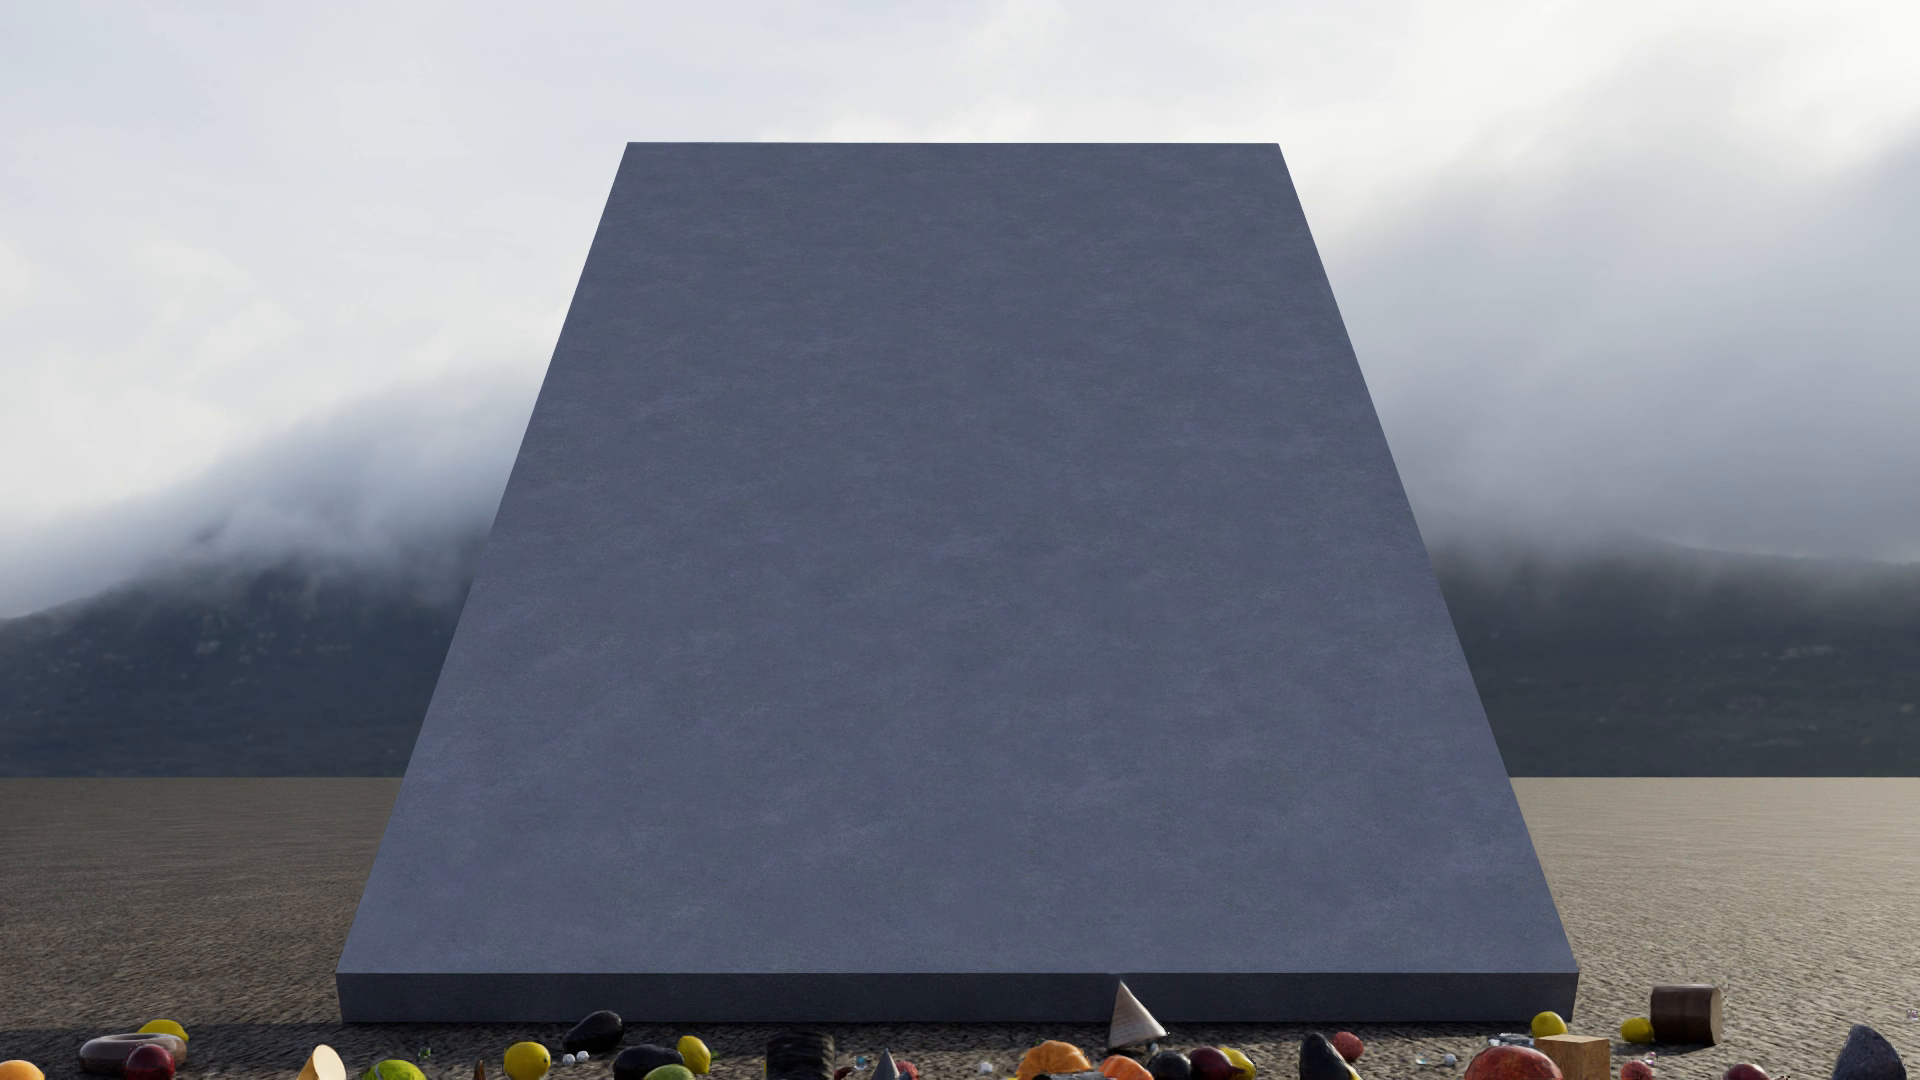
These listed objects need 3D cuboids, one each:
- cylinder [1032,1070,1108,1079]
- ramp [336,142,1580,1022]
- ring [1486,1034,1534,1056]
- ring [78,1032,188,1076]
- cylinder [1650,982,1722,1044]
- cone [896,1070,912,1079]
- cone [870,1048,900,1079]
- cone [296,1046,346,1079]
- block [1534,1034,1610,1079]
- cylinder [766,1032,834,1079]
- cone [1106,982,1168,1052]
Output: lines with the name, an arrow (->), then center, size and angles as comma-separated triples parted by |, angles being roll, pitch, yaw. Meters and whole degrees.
cylinder -> 0.122, 0.627, 2.658 | 0.073, 0.073, 0.073 | 4, -7, -36
ramp -> -0.012, -0.219, 5.629 | 2.000, 0.100, 4.000 | 0, 29, 0
ring -> 0.800, 0.728, 3.457 | 0.078, 0.026, 0.078 | 1, -6, 0
ring -> -1.122, 0.698, 3.252 | 0.141, 0.047, 0.141 | -1, -6, 0
cylinder -> 1.090, 0.710, 3.594 | 0.088, 0.088, 0.088 | -3, -6, 29
cone -> -0.078, 0.677, 2.911 | 0.050, 0.050, 0.050 | -26, 1, -14
cone -> -0.091, 0.659, 2.953 | 0.067, 0.067, 0.067 | 0, -6, 0
cone -> -0.832, 0.689, 3.068 | 0.063, 0.063, 0.063 | -29, -13, 13
block -> 0.777, 0.667, 3.042 | 0.068, 0.068, 0.068 | -5, -8, 45
cylinder -> -0.189, 0.629, 2.826 | 0.080, 0.080, 0.080 | -2, -25, -1
cone -> 0.244, 0.683, 3.468 | 0.094, 0.094, 0.094 | -14, -16, -4
